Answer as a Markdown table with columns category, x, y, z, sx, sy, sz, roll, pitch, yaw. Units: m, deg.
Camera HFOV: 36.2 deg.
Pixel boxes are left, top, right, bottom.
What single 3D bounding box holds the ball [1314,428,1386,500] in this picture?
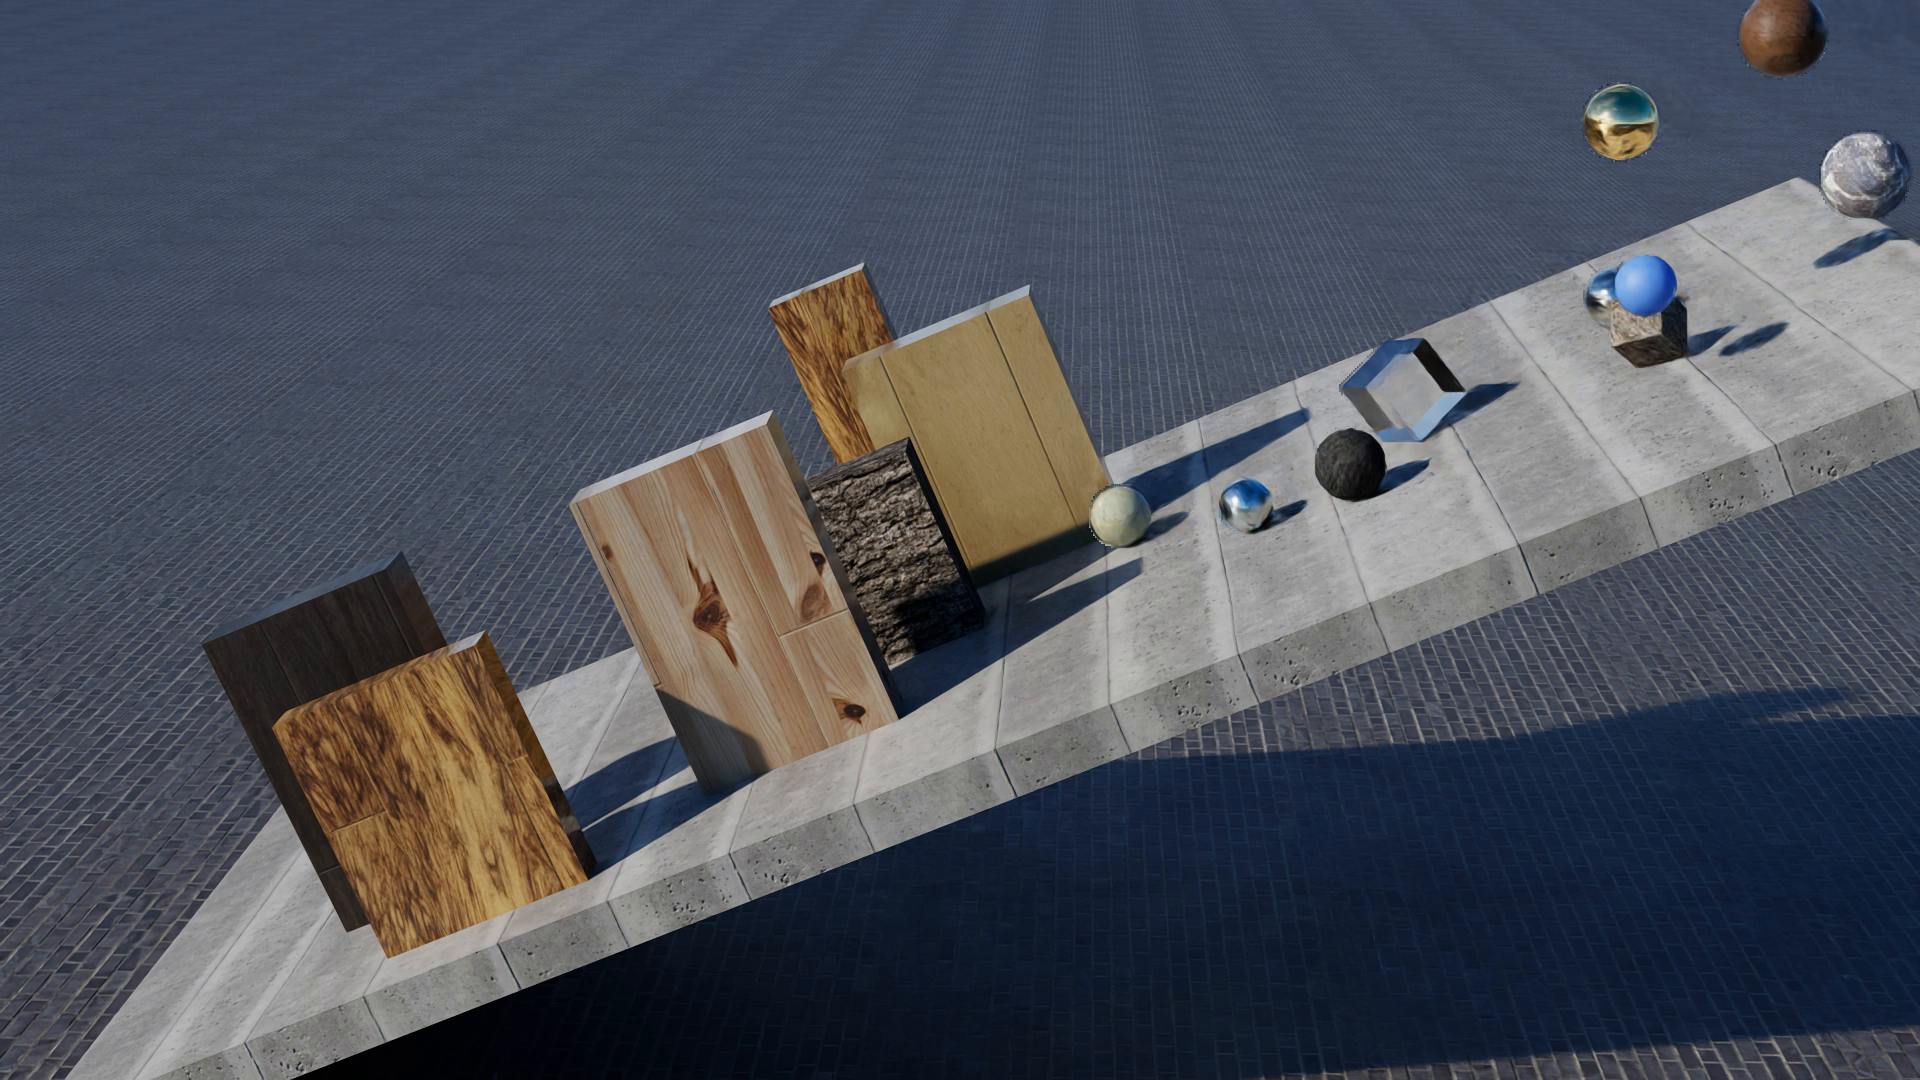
| category | x | y | z | sx | sy | sz | roll | pitch | yaw |
| --- | --- | --- | --- | --- | --- | --- | --- | --- | --- |
| ball | 0.779 | -0.151 | 5.876 | 0.143 | 0.143 | 0.143 | 0 | 14 | 0 |

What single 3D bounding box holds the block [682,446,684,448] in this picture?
| category | x | y | z | sx | sy | sz | roll | pitch | yaw |
| --- | --- | --- | --- | --- | --- | --- | --- | --- | --- |
| block | -0.601 | 0.024 | 6.898 | 0.380 | 0.473 | 0.112 | -22 | 12 | 8 |

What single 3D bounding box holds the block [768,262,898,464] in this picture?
| category | x | y | z | sx | sy | sz | roll | pitch | yaw |
| --- | --- | --- | --- | --- | --- | --- | --- | --- | --- |
| block | -0.206 | -0.300 | 7.044 | 0.242 | 0.681 | 0.109 | -22 | 12 | 8 |

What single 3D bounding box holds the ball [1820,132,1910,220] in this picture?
| category | x | y | z | sx | sy | sz | roll | pitch | yaw |
| --- | --- | --- | --- | --- | --- | --- | --- | --- | --- |
| ball | 1.845 | -0.743 | 5.997 | 0.176 | 0.176 | 0.176 | 0 | 14 | 0 |

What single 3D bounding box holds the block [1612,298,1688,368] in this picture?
| category | x | y | z | sx | sy | sz | roll | pitch | yaw |
| --- | --- | --- | --- | --- | --- | --- | --- | --- | --- |
| block | 1.381 | -0.426 | 5.892 | 0.109 | 0.109 | 0.109 | -15 | -31 | 37 |

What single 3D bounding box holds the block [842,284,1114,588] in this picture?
| category | x | y | z | sx | sy | sz | roll | pitch | yaw |
| --- | --- | --- | --- | --- | --- | --- | --- | --- | --- |
| block | 0.058 | -0.212 | 6.477 | 0.441 | 0.560 | 0.135 | -22 | 12 | 8 |

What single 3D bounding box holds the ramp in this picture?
| category | x | y | z | sx | sy | sz | roll | pitch | yaw |
| --- | --- | --- | --- | --- | --- | --- | --- | --- | --- |
| ramp | 0.128 | 0.172 | 6.287 | 4.000 | 0.100 | 2.000 | -22 | 12 | 8 |

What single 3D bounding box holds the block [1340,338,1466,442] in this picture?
| category | x | y | z | sx | sy | sz | roll | pitch | yaw |
| --- | --- | --- | --- | --- | --- | --- | --- | --- | --- |
| block | 0.929 | -0.313 | 6.165 | 0.152 | 0.152 | 0.152 | -45 | 18 | -16 |

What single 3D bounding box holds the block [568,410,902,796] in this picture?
| category | x | y | z | sx | sy | sz | roll | pitch | yaw |
| --- | --- | --- | --- | --- | --- | --- | --- | --- | --- |
| block | -0.434 | 0.126 | 5.773 | 0.418 | 0.641 | 0.131 | -22 | 12 | 8 |

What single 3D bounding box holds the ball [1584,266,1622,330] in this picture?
| category | x | y | z | sx | sy | sz | roll | pitch | yaw |
| --- | --- | --- | --- | --- | --- | --- | --- | --- | --- |
| ball | 1.402 | -0.514 | 6.269 | 0.137 | 0.137 | 0.137 | 0 | 14 | 0 |

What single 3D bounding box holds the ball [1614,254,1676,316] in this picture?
| category | x | y | z | sx | sy | sz | roll | pitch | yaw |
| --- | --- | --- | --- | --- | --- | --- | --- | --- | --- |
| ball | 1.318 | -0.489 | 5.654 | 0.117 | 0.117 | 0.117 | 0 | 14 | 0 |

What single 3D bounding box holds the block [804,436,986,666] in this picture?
| category | x | y | z | sx | sy | sz | roll | pitch | yaw |
| --- | --- | --- | --- | --- | --- | --- | --- | --- | --- |
| block | -0.210 | 0.056 | 6.197 | 0.393 | 0.411 | 0.145 | -22 | 12 | 8 |

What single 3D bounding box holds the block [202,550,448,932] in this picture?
| category | x | y | z | sx | sy | sz | roll | pitch | yaw |
| --- | --- | --- | --- | --- | --- | --- | --- | --- | --- |
| block | -1.180 | 0.408 | 5.923 | 0.406 | 0.657 | 0.143 | -22 | 12 | 8 |

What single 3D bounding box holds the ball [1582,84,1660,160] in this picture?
| category | x | y | z | sx | sy | sz | roll | pitch | yaw |
| --- | --- | --- | --- | --- | --- | --- | --- | --- | --- |
| ball | 1.307 | -0.826 | 5.814 | 0.148 | 0.148 | 0.148 | 0 | 14 | 0 |

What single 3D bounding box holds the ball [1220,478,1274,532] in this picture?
| category | x | y | z | sx | sy | sz | roll | pitch | yaw |
| --- | --- | --- | --- | --- | --- | --- | --- | --- | --- |
| ball | 0.583 | -0.071 | 5.977 | 0.110 | 0.110 | 0.110 | 0 | 14 | 0 |

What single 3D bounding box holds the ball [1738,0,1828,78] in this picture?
| category | x | y | z | sx | sy | sz | roll | pitch | yaw |
| --- | --- | --- | --- | --- | --- | --- | --- | --- | --- |
| ball | 1.671 | -1.027 | 5.972 | 0.173 | 0.173 | 0.173 | 0 | 14 | 0 |

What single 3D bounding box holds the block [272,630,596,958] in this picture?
| category | x | y | z | sx | sy | sz | roll | pitch | yaw |
| --- | --- | --- | --- | --- | --- | --- | --- | --- | --- |
| block | -1.000 | 0.488 | 5.615 | 0.427 | 0.504 | 0.100 | -22 | 12 | 8 |

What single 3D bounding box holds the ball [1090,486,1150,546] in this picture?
| category | x | y | z | sx | sy | sz | roll | pitch | yaw |
| --- | --- | --- | --- | --- | --- | --- | --- | --- | --- |
| ball | 0.344 | -0.051 | 6.288 | 0.129 | 0.129 | 0.129 | 0 | 14 | 0 |
